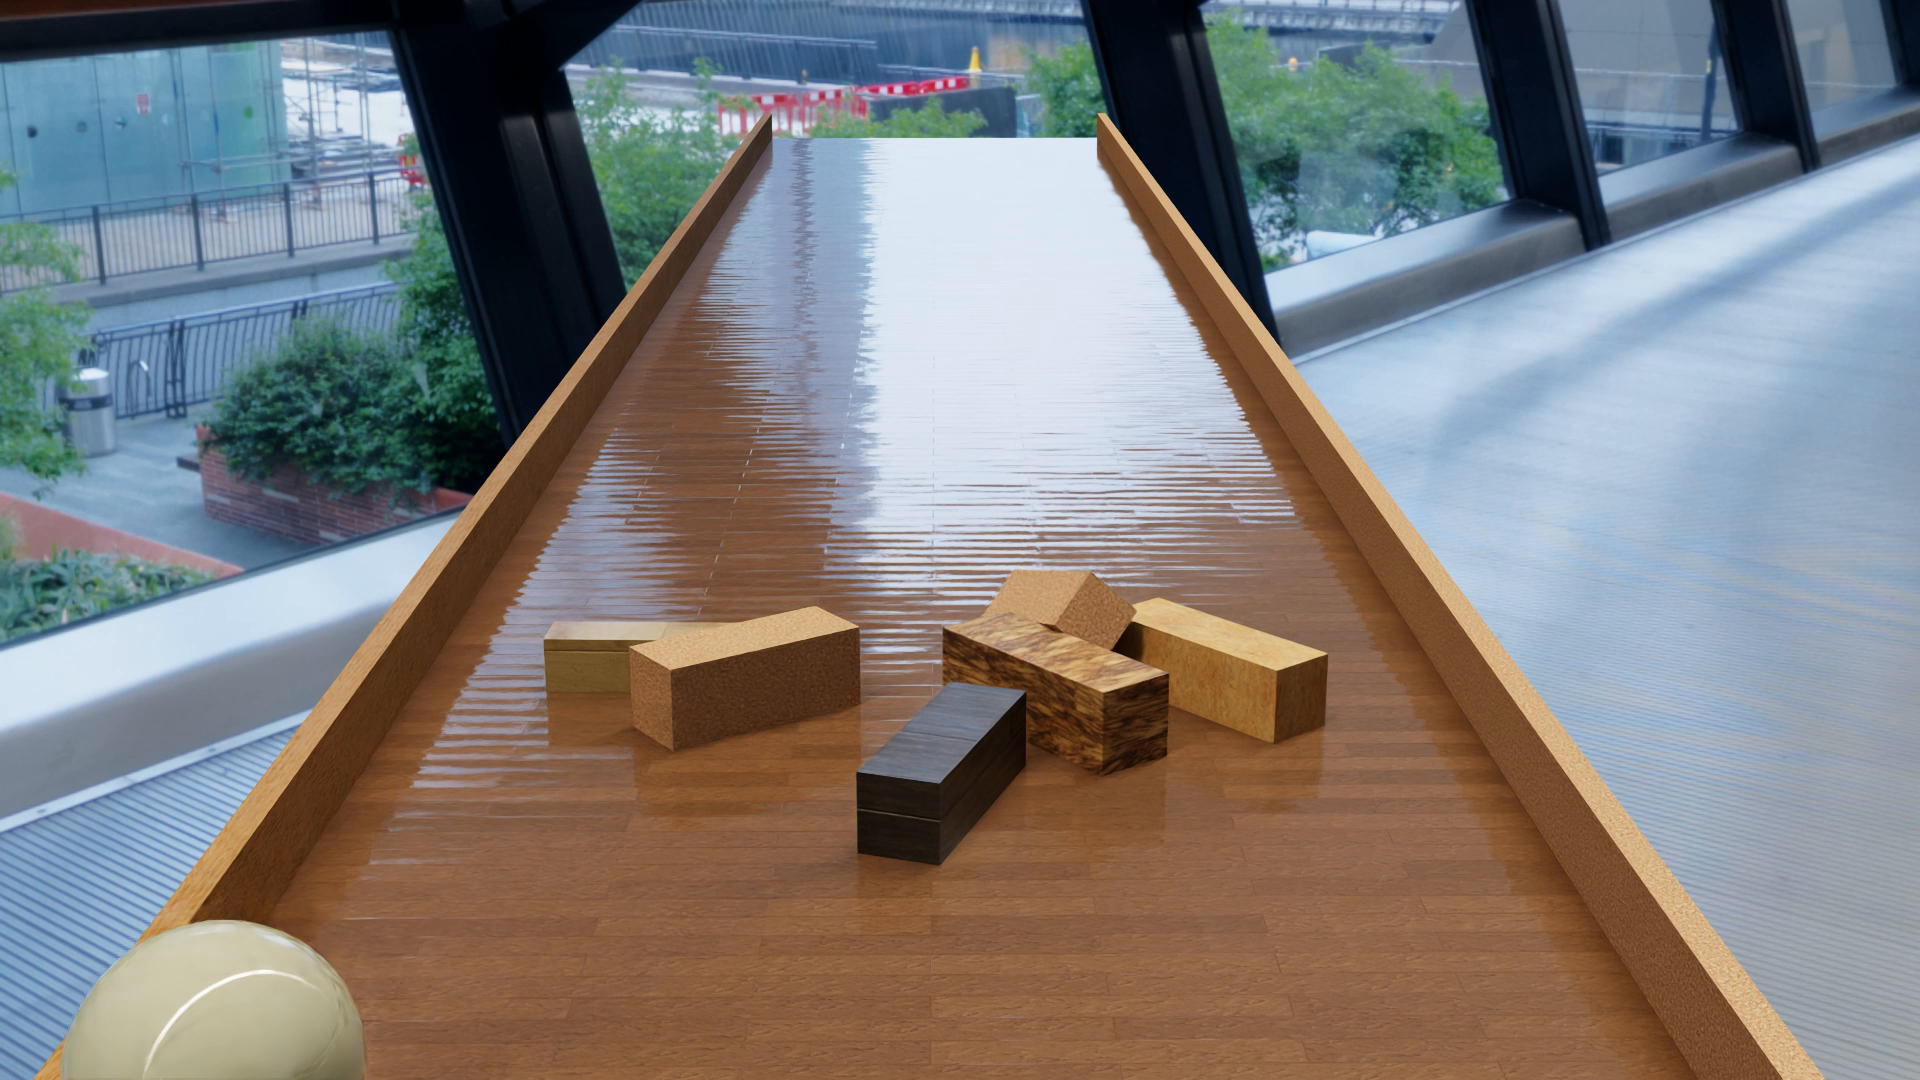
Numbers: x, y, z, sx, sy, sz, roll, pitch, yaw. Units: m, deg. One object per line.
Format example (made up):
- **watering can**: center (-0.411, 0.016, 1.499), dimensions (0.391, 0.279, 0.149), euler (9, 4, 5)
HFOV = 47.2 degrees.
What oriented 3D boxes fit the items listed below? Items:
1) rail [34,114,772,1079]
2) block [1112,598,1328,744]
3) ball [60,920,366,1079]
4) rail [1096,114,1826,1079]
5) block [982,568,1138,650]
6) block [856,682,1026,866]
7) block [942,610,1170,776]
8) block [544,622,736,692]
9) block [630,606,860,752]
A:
- **rail**: center (-1.118, -0.838, 7.780), dimensions (0.050, 0.150, 12.000), euler (0, 17, -1)
- **block**: center (0.480, 0.242, 4.168), dimensions (0.141, 0.141, 0.437), euler (-14, 21, -38)
- **ball**: center (-0.868, 0.614, 2.568), dimensions (0.338, 0.338, 0.338), euler (0, 17, 0)
- **rail**: center (0.932, -0.844, 7.801), dimensions (0.050, 0.150, 12.000), euler (0, 17, -1)
- **block**: center (0.189, 0.145, 4.282), dimensions (0.124, 0.124, 0.349), euler (39, -14, -18)
- **block**: center (-0.024, 0.383, 3.691), dimensions (0.141, 0.141, 0.442), euler (6, 18, 19)
- **block**: center (0.169, 0.275, 4.028), dimensions (0.157, 0.157, 0.448), euler (-13, 21, -37)
- **block**: center (-0.615, 0.227, 4.275), dimensions (0.364, 0.107, 0.107), euler (0, 17, 1)
- **block**: center (-0.397, 0.254, 4.102), dimensions (0.403, 0.155, 0.155), euler (-12, 20, -34)
